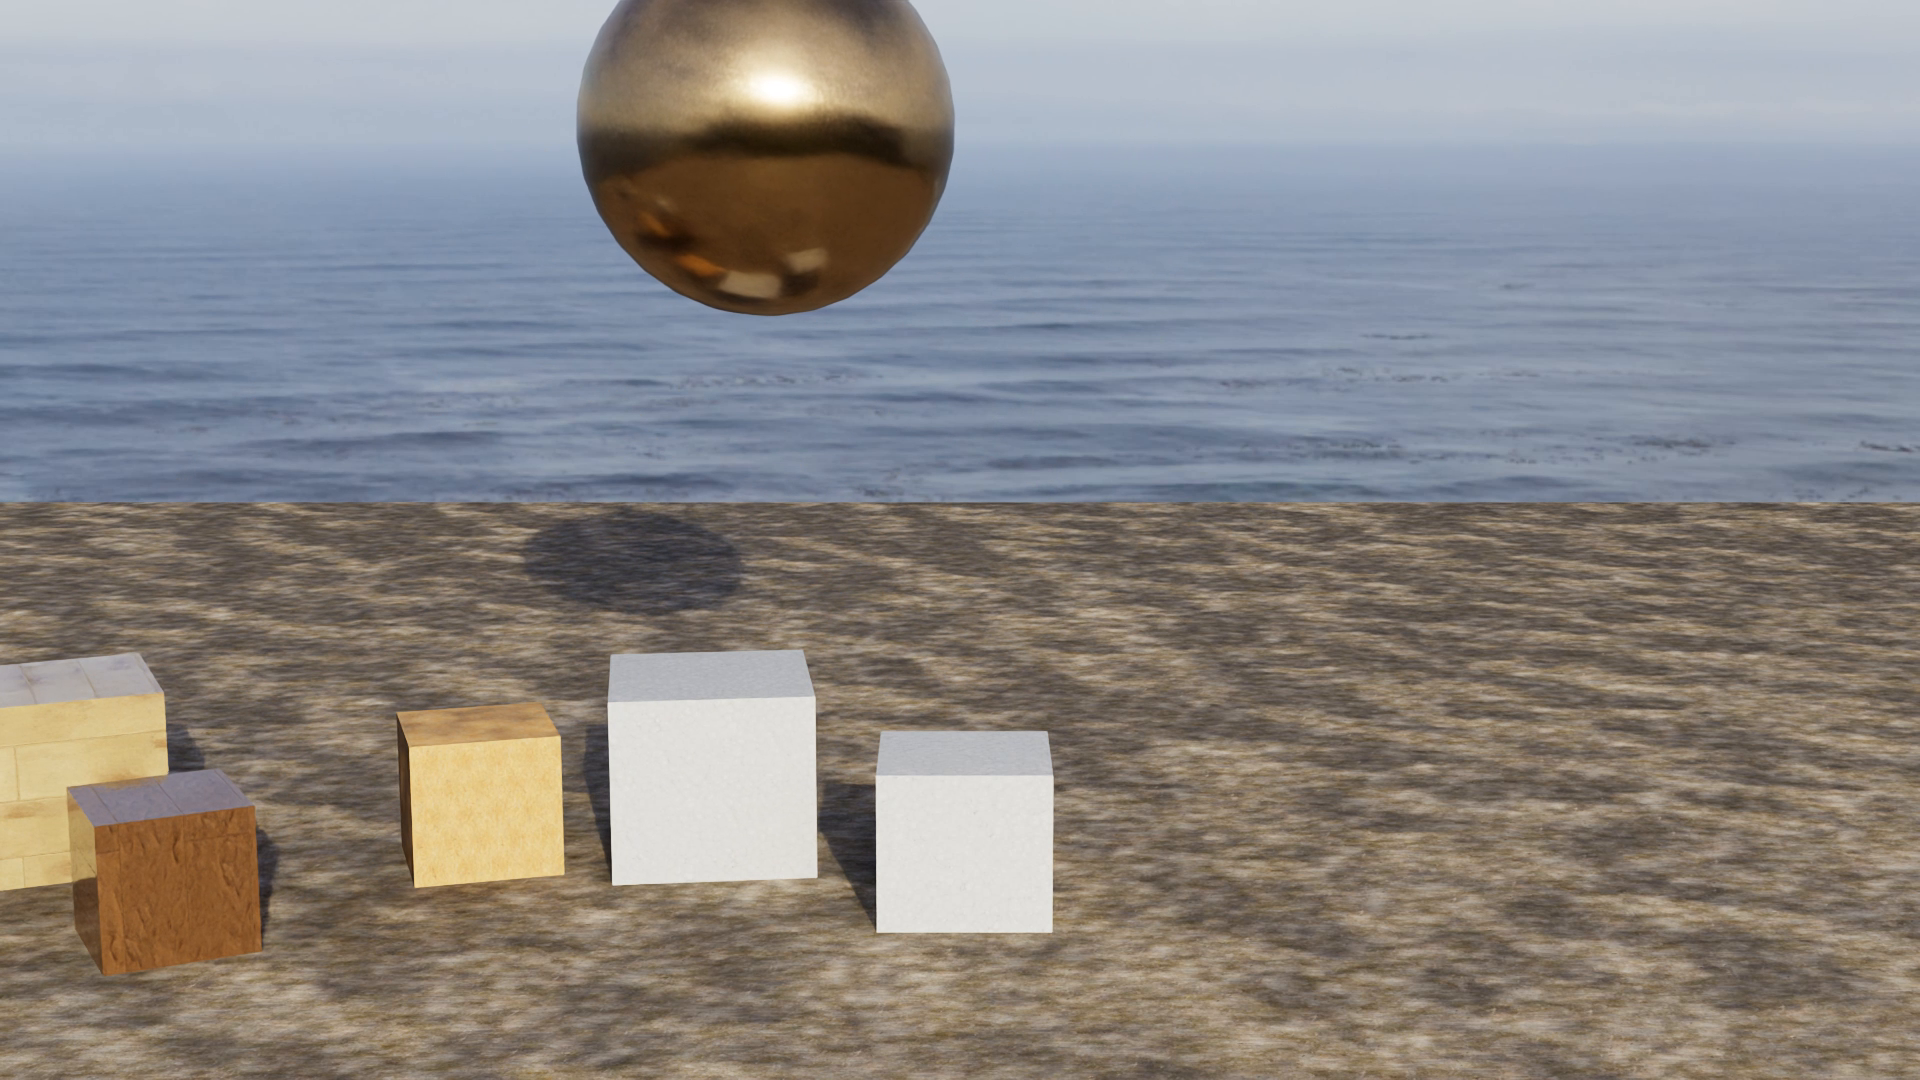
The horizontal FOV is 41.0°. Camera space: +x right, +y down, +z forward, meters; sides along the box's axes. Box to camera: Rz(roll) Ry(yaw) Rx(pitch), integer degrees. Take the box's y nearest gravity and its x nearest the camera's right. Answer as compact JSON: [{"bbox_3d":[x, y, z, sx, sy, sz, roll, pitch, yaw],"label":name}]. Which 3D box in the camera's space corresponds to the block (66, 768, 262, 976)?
[{"bbox_3d":[-3.253,1.342,10.475,0.621,0.612,0.643,-5,12,-28],"label":"block"}]

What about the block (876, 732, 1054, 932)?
[{"bbox_3d":[0.019,1.231,10.922,0.727,0.671,0.723,0,10,0],"label":"block"}]

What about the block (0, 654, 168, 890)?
[{"bbox_3d":[-4.080,1.035,11.603,0.856,0.813,0.859,-5,11,-24],"label":"block"}]

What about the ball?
[{"bbox_3d":[-0.819,-1.750,10.862,1.600,1.600,1.600,0,10,0],"label":"ball"}]

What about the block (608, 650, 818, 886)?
[{"bbox_3d":[-1.133,1.015,11.680,0.898,0.823,0.938,-1,10,-7],"label":"block"}]

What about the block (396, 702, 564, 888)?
[{"bbox_3d":[-2.164,1.136,11.548,0.654,0.634,0.645,-3,11,-17],"label":"block"}]
